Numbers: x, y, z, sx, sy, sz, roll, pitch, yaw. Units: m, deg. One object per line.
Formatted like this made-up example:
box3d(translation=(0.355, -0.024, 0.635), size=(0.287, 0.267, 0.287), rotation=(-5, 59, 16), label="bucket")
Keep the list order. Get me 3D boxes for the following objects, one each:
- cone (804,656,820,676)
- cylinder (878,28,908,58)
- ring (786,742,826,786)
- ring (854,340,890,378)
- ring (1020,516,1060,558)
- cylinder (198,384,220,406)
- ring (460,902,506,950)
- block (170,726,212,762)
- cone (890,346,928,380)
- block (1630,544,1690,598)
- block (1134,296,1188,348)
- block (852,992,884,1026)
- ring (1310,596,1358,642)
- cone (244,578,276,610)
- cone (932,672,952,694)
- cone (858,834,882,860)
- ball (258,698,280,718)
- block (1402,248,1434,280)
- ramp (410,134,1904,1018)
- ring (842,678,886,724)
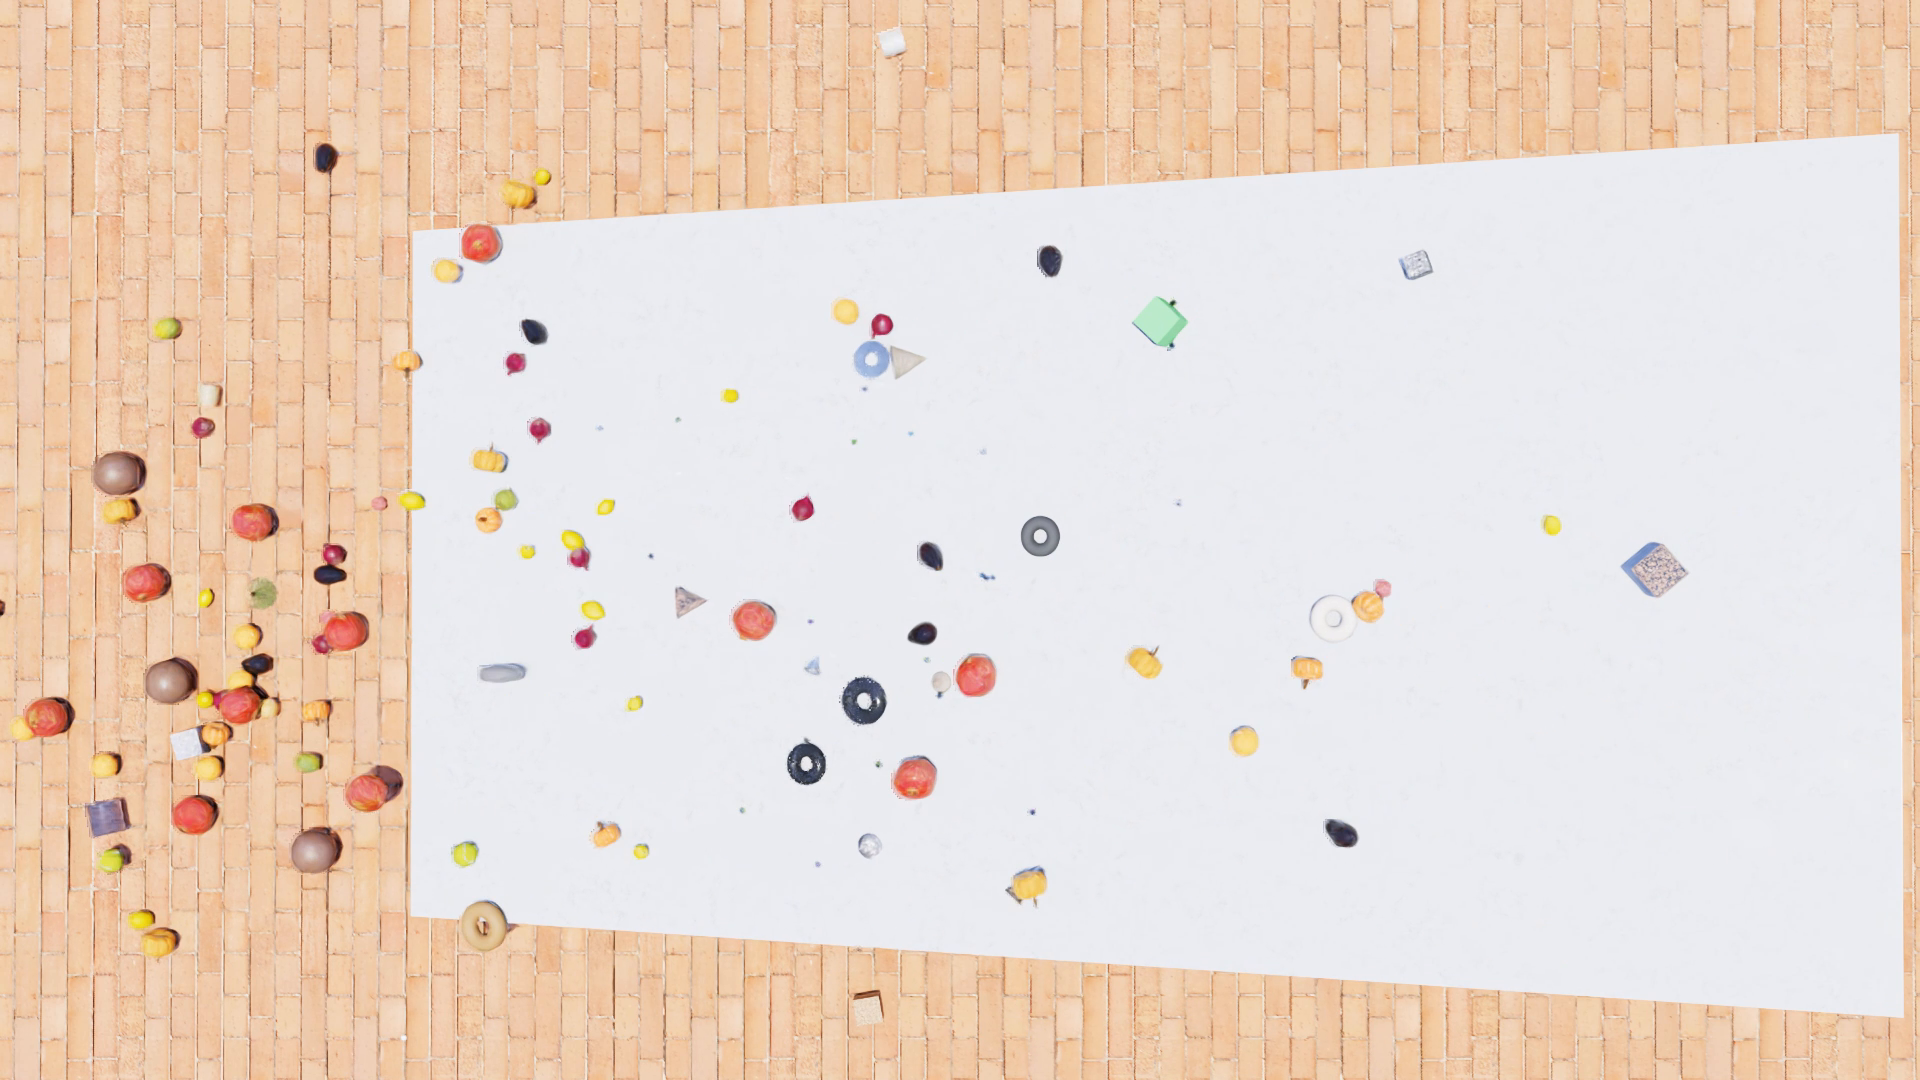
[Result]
box3d(translation=(-0.390, 0.332, 5.936), size=(0.050, 0.050, 0.050), rotation=(19, 68, 0), label="cone")
box3d(translation=(-0.200, -1.467, 6.499), size=(0.069, 0.069, 0.069), rotation=(-22, 89, -7), label="cylinder")
box3d(translation=(-0.414, 0.605, 5.934), size=(0.116, 0.039, 0.116), rotation=(-1, 88, 22), label="ring")
box3d(translation=(-0.237, -0.483, 5.881), size=(0.104, 0.035, 0.104), rotation=(0, 90, 20), label="ring")
box3d(translation=(0.208, -0.009, 5.702), size=(0.108, 0.036, 0.108), rotation=(0, 90, 21), label="ring")
box3d(translation=(-2.217, -0.427, 6.492), size=(0.059, 0.059, 0.059), rotation=(9, 89, 0), label="cylinder")
box3d(translation=(-1.363, 1.104, 6.291), size=(0.146, 0.049, 0.146), rotation=(3, 98, 22), label="ring")
box3d(translation=(-2.263, 0.599, 6.469), size=(0.078, 0.078, 0.078), rotation=(-16, 89, 0), label="block")
box3d(translation=(-0.131, -0.476, 5.835), size=(0.096, 0.096, 0.096), rotation=(-8, 89, -6), label="cone")
box3d(translation=(1.631, 0.073, 5.118), size=(0.091, 0.091, 0.091), rotation=(-43, 75, 15), label="block")
box3d(translation=(0.509, -0.552, 5.564), size=(0.087, 0.087, 0.087), rotation=(45, 104, 16), label="block")
box3d(translation=(-0.269, 1.376, 6.460), size=(0.076, 0.076, 0.076), rotation=(-10, 89, 0), label="block")
box3d(translation=(0.922, 0.195, 5.420), size=(0.118, 0.039, 0.118), rotation=(-1, 88, 21), label="ring")
box3d(translation=(-2.071, 0.158, 6.465), size=(0.097, 0.097, 0.097), rotation=(0, 89, 0), label="cone")
box3d(translation=(-0.060, 0.376, 5.788), size=(0.058, 0.058, 0.058), rotation=(0, 89, 21), label="cone")
box3d(translation=(-0.254, 0.819, 5.851), size=(0.071, 0.071, 0.071), rotation=(0, 89, 21), label="cone")
box3d(translation=(-2.037, 0.496, 6.479), size=(0.060, 0.060, 0.060), rotation=(0, 89, 0), label="ball")
box3d(translation=(1.114, -0.669, 5.348), size=(0.054, 0.054, 0.054), rotation=(-20, 82, 20), label="block")
box3d(translation=(0.282, 0.088, 5.744), size=(4.000, 0.100, 2.000), rotation=(0, 89, 21), label="ramp")
box3d(translation=(-0.256, 0.430, 5.873), size=(0.127, 0.042, 0.127), rotation=(0, 90, 20), label="ring")
